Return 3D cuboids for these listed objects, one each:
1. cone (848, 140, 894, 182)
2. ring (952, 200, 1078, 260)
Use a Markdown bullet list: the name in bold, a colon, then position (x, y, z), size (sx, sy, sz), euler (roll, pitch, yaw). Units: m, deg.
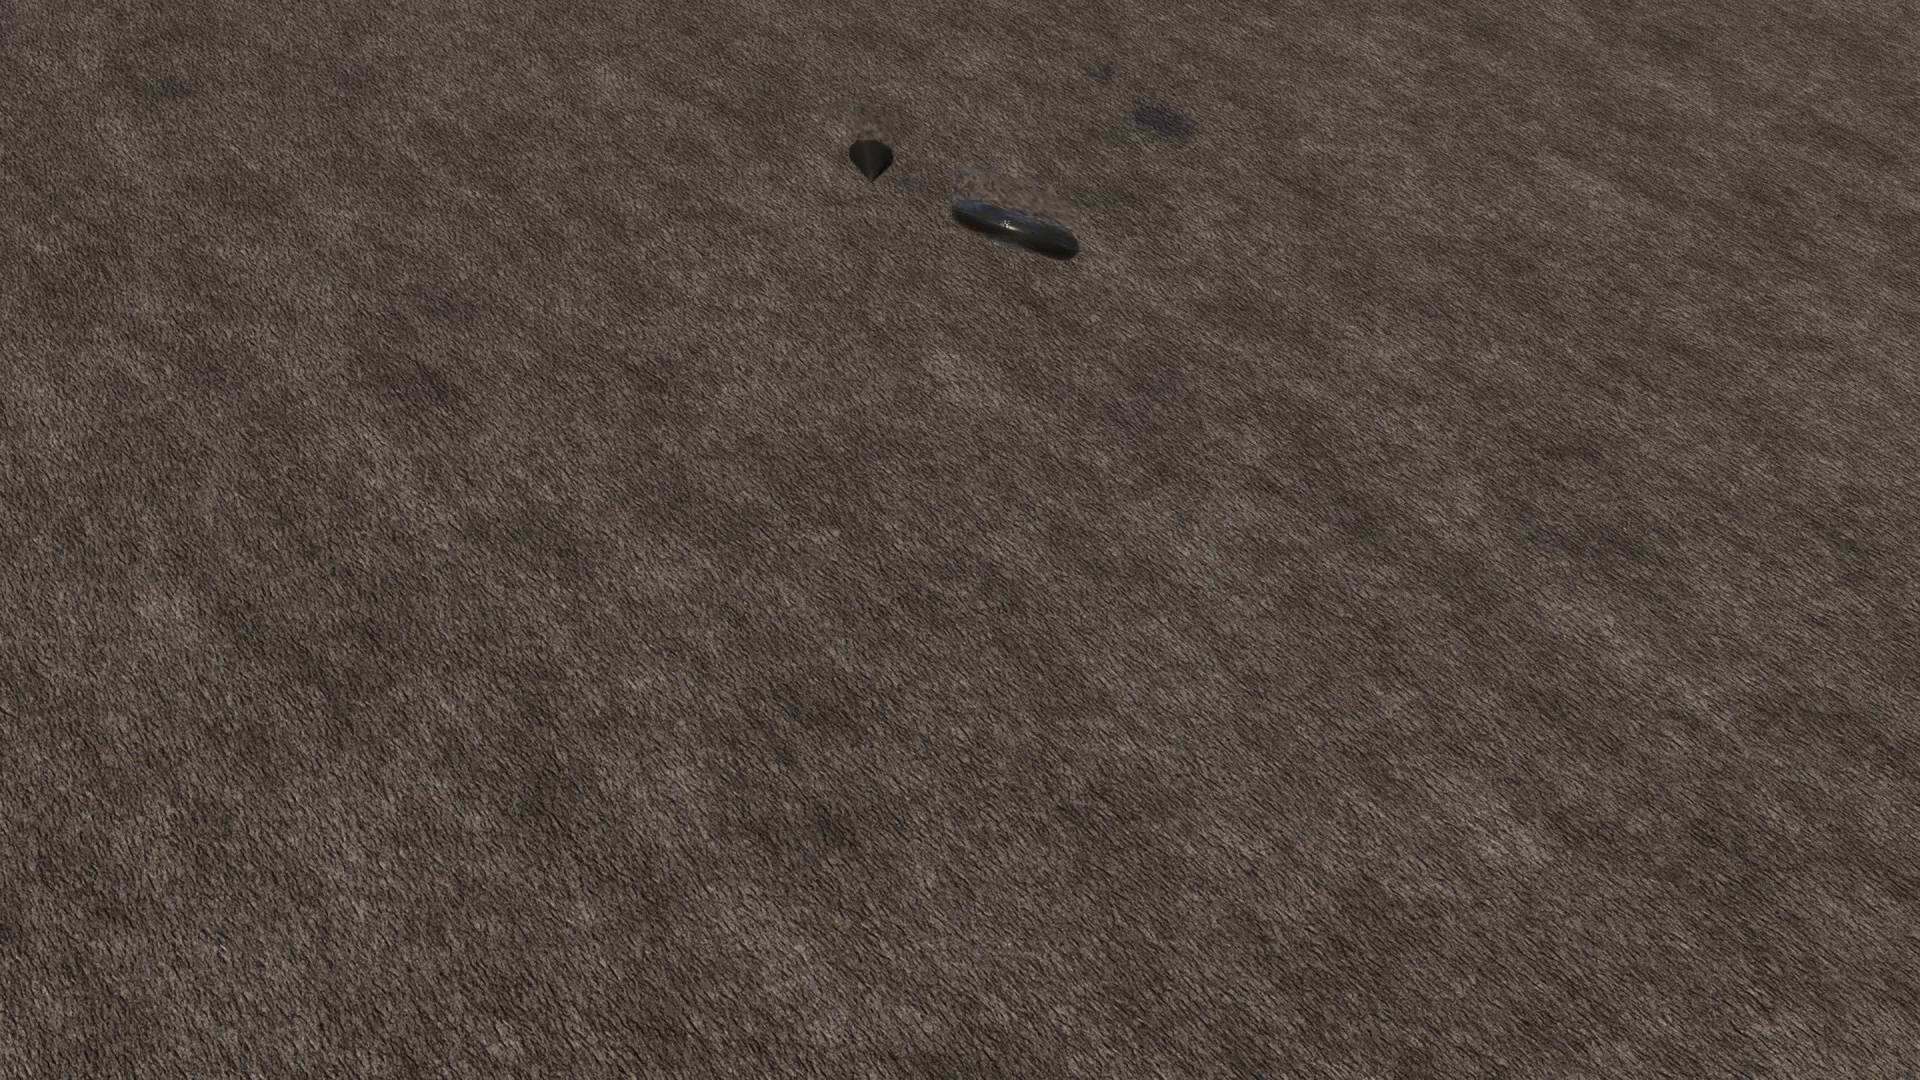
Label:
- **cone**: position (-0.227, -0.948, 7.499), size (0.109, 0.128, 0.094), euler (-18, 51, 21)
- **ring**: position (0.150, -0.837, 7.913), size (0.358, 0.082, 0.402), euler (20, 6, 17)
